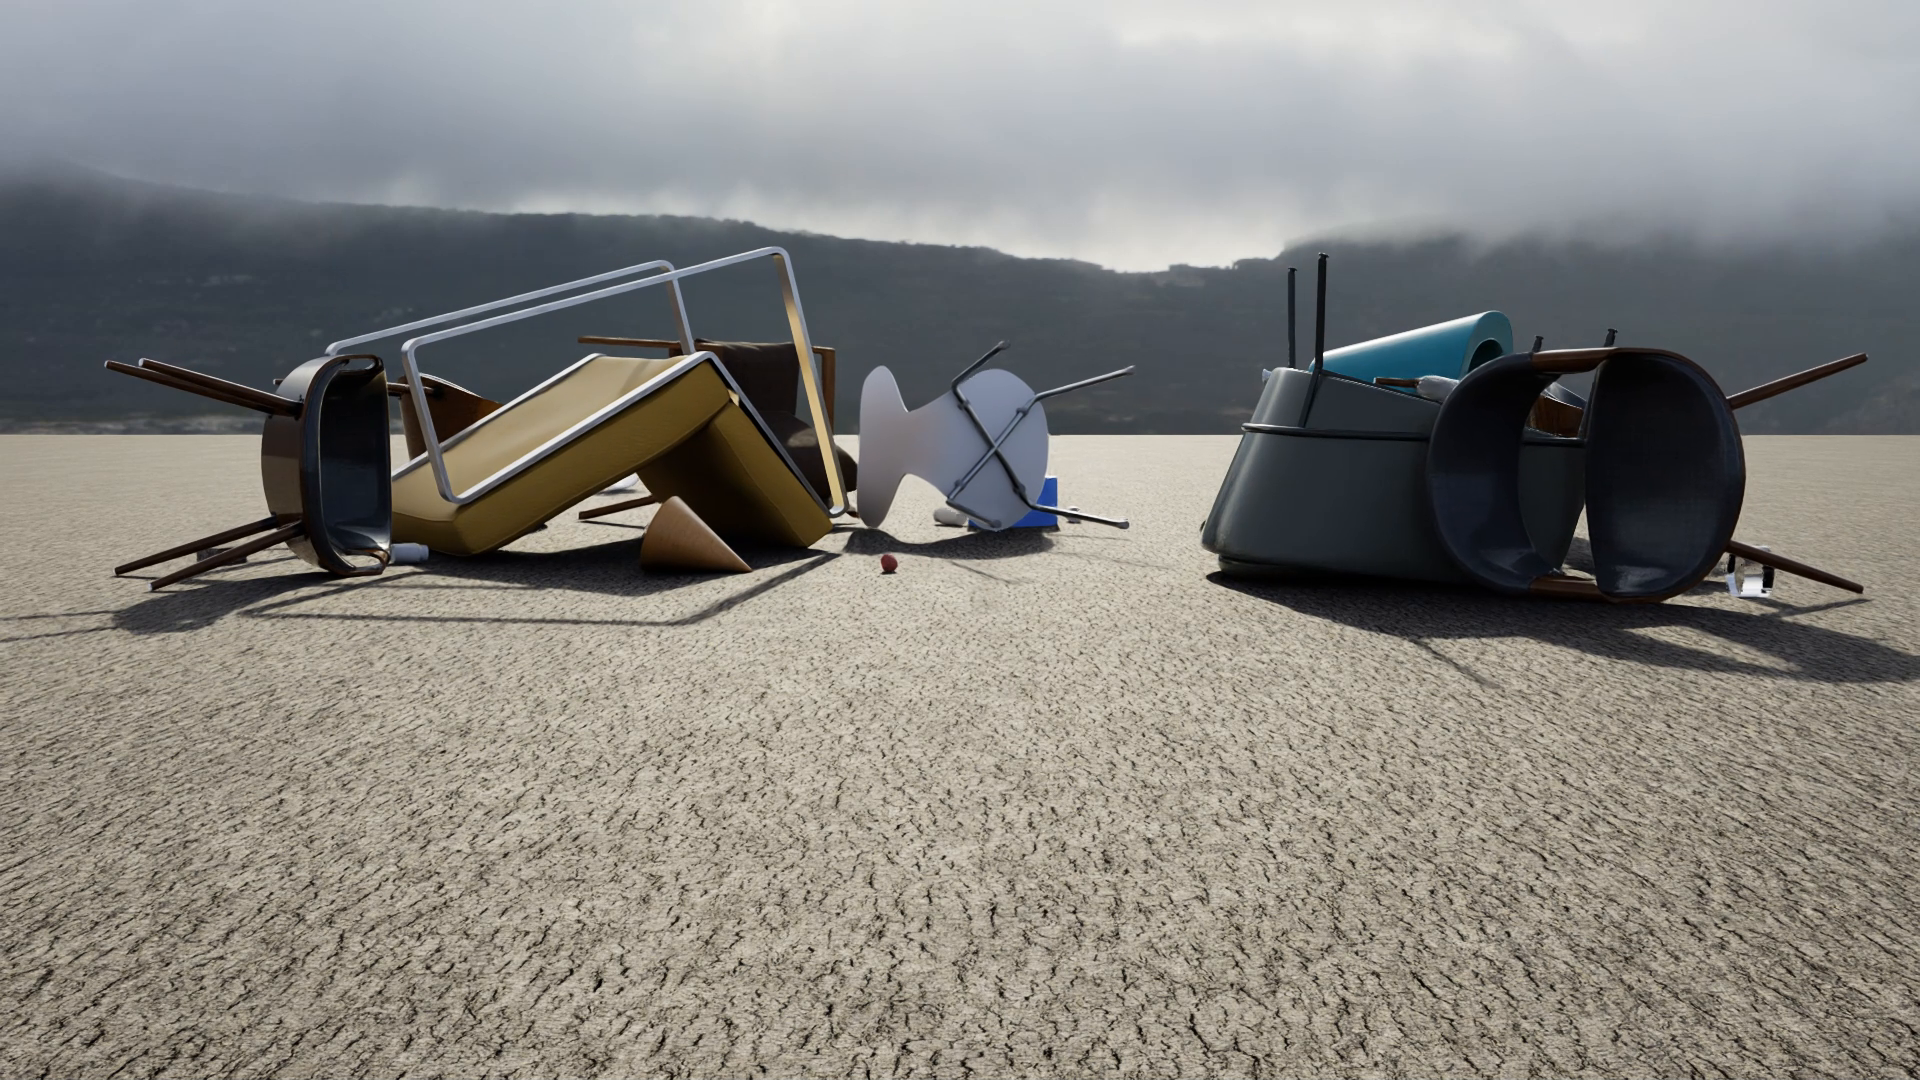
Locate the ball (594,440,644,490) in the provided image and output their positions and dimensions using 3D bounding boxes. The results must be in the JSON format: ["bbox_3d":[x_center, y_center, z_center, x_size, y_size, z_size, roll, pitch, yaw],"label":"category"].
[{"bbox_3d":[-1.523,-0.337,9.824,0.224,0.224,0.224,0,4,0],"label":"ball"}]

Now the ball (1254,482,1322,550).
[{"bbox_3d":[0.916,-0.068,6.137,0.191,0.191,0.191,0,4,0],"label":"ball"}]

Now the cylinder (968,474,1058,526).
[{"bbox_3d":[0.175,-0.132,7.325,0.298,0.157,0.318,0,4,-7],"label":"cylinder"}]

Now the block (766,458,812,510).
[{"bbox_3d":[-0.639,-0.210,8.206,0.136,0.189,0.109,-1,4,-37],"label":"block"}]

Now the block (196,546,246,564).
[{"bbox_3d":[-1.907,0.038,5.682,0.083,0.041,0.091,3,5,33],"label":"block"}]

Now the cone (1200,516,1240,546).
[{"bbox_3d":[0.747,-0.007,6.338,0.119,0.107,0.067,-22,35,29],"label":"cone"}]

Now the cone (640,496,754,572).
[{"bbox_3d":[-0.620,0.032,5.405,0.256,0.199,0.256,22,5,8],"label":"cone"}]

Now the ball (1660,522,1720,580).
[{"bbox_3d":[1.718,0.026,5.175,0.137,0.137,0.137,0,4,0],"label":"ball"}]

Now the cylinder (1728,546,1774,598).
[{"bbox_3d":[1.704,0.068,4.740,0.063,0.111,0.113,0,-33,1],"label":"cylinder"}]
